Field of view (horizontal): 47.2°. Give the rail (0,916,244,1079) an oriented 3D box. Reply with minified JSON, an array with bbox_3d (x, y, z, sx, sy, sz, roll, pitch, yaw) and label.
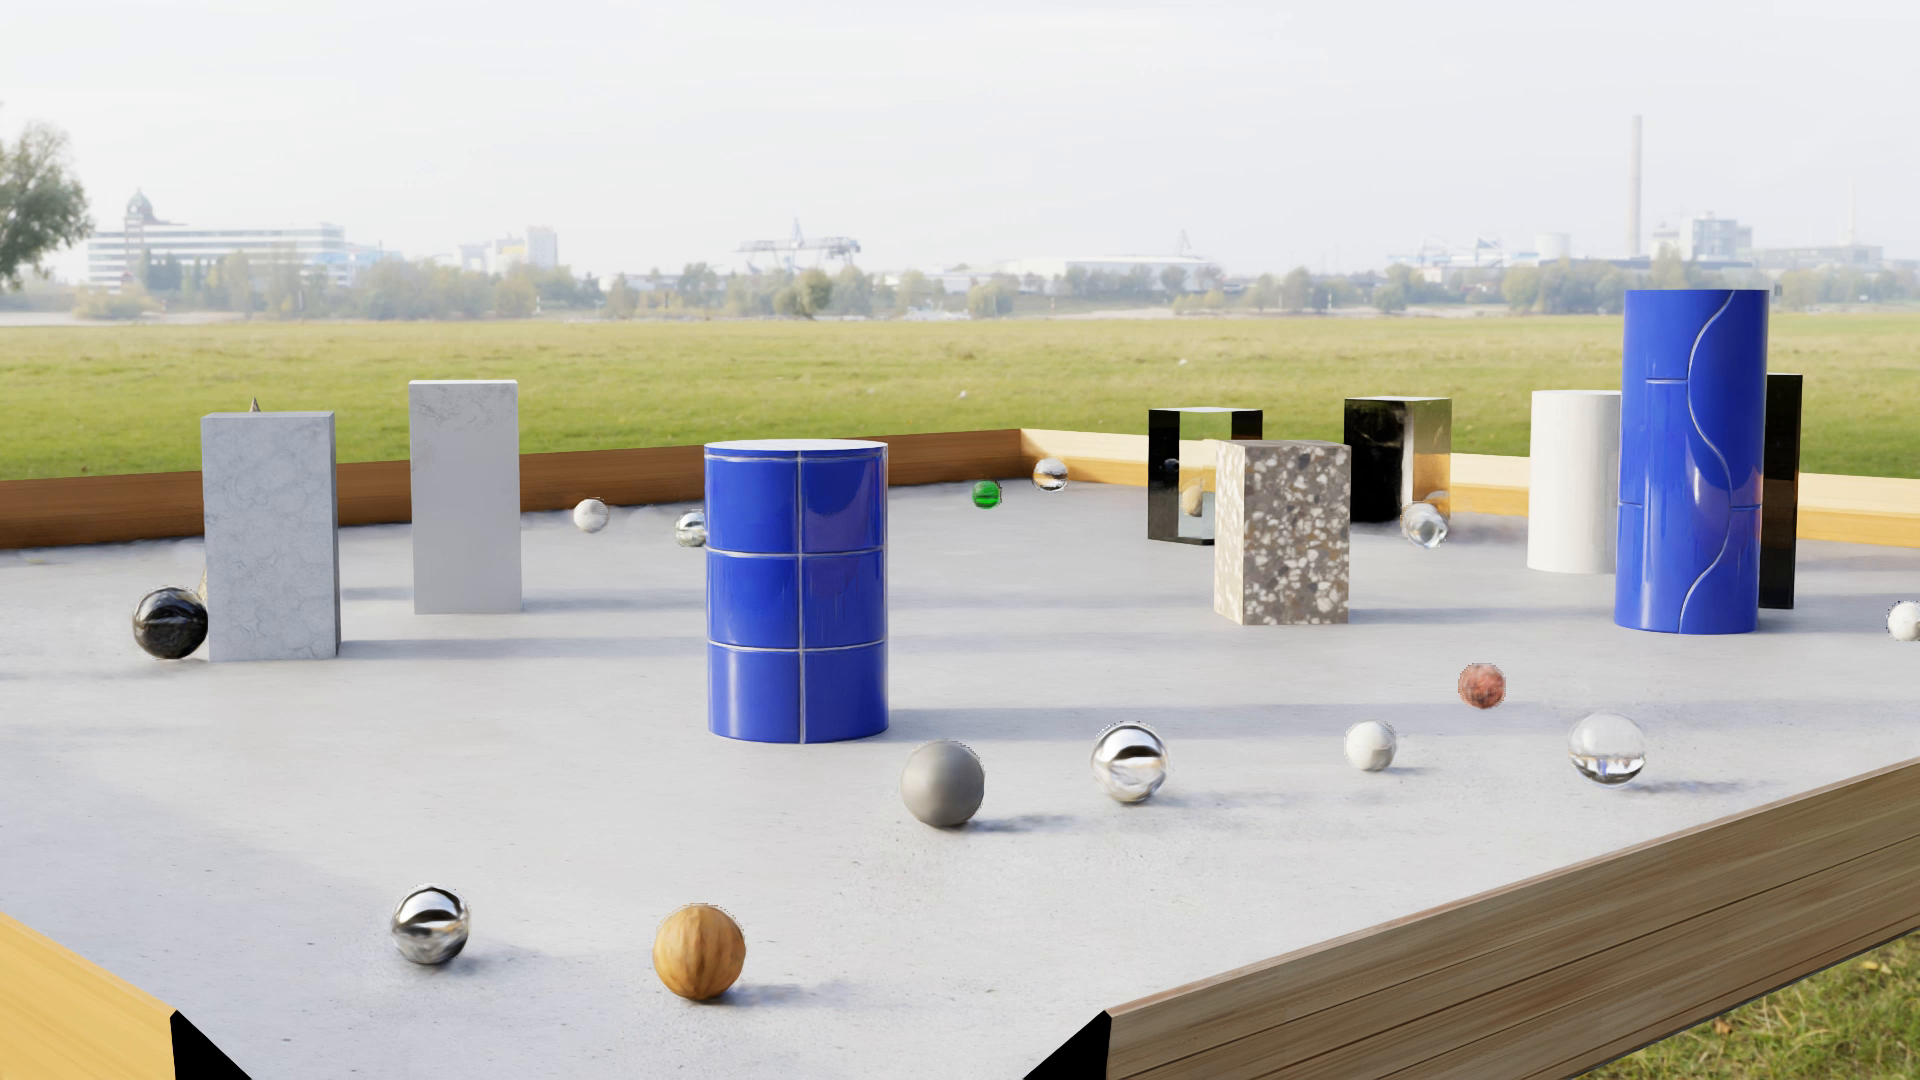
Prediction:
[{"bbox_3d":[-1.342,0.162,2.100,0.045,0.126,3.531,-6,8,-42],"label":"rail"}]

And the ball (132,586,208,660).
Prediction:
[{"bbox_3d":[-0.998,0.105,2.780,0.093,0.093,0.093,0,6,0],"label":"ball"}]

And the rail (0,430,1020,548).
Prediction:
[{"bbox_3d":[-1.181,-0.101,4.605,3.700,0.126,0.045,-6,8,-42],"label":"rail"}]

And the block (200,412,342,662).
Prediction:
[{"bbox_3d":[-0.892,-0.009,2.858,0.155,0.309,0.155,-1,6,-13],"label":"block"}]

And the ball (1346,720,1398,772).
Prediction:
[{"bbox_3d":[0.398,0.199,2.123,0.049,0.049,0.049,0,6,0],"label":"ball"}]

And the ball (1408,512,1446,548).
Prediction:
[{"bbox_3d":[0.871,-0.019,4.100,0.069,0.069,0.069,0,6,0],"label":"ball"}]

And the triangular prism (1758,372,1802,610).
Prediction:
[{"bbox_3d":[1.185,-0.080,3.351,0.167,0.349,0.145,2,6,20],"label":"triangular prism"}]

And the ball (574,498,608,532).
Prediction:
[{"bbox_3d":[-0.735,-0.048,4.387,0.068,0.068,0.068,0,6,0],"label":"ball"}]

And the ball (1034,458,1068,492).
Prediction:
[{"bbox_3d":[0.221,-0.158,5.352,0.086,0.086,0.086,0,6,0],"label":"ball"}]

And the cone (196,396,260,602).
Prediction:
[{"bbox_3d":[-1.092,-0.070,3.420,0.193,0.313,0.193,0,6,0],"label":"cone"}]

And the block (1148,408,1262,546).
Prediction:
[{"bbox_3d":[0.472,-0.125,4.242,0.155,0.252,0.155,-4,7,-37],"label":"block"}]

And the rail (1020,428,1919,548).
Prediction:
[{"bbox_3d":[1.342,-0.097,4.564,0.045,0.126,3.531,-6,8,-42],"label":"rail"}]

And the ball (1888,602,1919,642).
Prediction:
[{"bbox_3d":[1.273,0.111,2.948,0.053,0.053,0.053,0,6,0],"label":"ball"}]

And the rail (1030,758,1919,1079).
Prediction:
[{"bbox_3d":[1.181,0.166,2.059,3.700,0.126,0.045,-6,8,-42],"label":"rail"}]

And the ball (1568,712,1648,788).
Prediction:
[{"bbox_3d":[0.603,0.196,2.048,0.071,0.071,0.071,0,6,0],"label":"ball"}]

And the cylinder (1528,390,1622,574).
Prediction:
[{"bbox_3d":[1.081,-0.103,3.789,0.193,0.302,0.193,0,6,0],"label":"cylinder"}]

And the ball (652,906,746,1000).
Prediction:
[{"bbox_3d":[-0.169,0.267,1.423,0.060,0.060,0.060,0,6,0],"label":"ball"}]

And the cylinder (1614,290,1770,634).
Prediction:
[{"bbox_3d":[1.026,-0.114,3.087,0.193,0.471,0.193,0,6,0],"label":"cylinder"}]

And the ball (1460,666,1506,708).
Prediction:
[{"bbox_3d":[0.584,0.164,2.458,0.049,0.049,0.049,0,6,0],"label":"ball"}]

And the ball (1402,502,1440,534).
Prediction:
[{"bbox_3d":[0.892,-0.036,4.246,0.073,0.073,0.073,0,6,0],"label":"ball"}]

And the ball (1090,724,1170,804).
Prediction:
[{"bbox_3d":[0.154,0.202,1.989,0.072,0.072,0.072,0,6,0],"label":"ball"}]

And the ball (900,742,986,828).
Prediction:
[{"bbox_3d":[-0.015,0.211,1.894,0.074,0.074,0.074,0,6,0],"label":"ball"}]

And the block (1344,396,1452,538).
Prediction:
[{"bbox_3d":[0.872,-0.149,4.387,0.155,0.268,0.155,5,8,40],"label":"block"}]

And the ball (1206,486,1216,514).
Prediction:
[{"bbox_3d":[0.568,-0.088,4.770,0.068,0.068,0.068,0,6,0],"label":"ball"}]

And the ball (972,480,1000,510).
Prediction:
[{"bbox_3d":[0.058,-0.101,4.903,0.065,0.065,0.065,0,6,0],"label":"ball"}]

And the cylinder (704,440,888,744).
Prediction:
[{"bbox_3d":[-0.173,0.050,2.336,0.193,0.302,0.193,0,6,0],"label":"cylinder"}]

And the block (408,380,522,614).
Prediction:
[{"bbox_3d":[-0.739,-0.068,3.289,0.155,0.337,0.155,-1,6,-12],"label":"block"}]

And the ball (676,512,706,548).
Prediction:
[{"bbox_3d":[-0.497,-0.019,4.105,0.069,0.069,0.069,0,6,0],"label":"ball"}]

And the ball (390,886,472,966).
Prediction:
[{"bbox_3d":[-0.360,0.263,1.497,0.054,0.054,0.054,0,6,0],"label":"ball"}]

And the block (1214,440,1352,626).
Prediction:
[{"bbox_3d":[0.464,-0.014,3.178,0.155,0.253,0.155,-1,6,-8],"label":"block"}]
